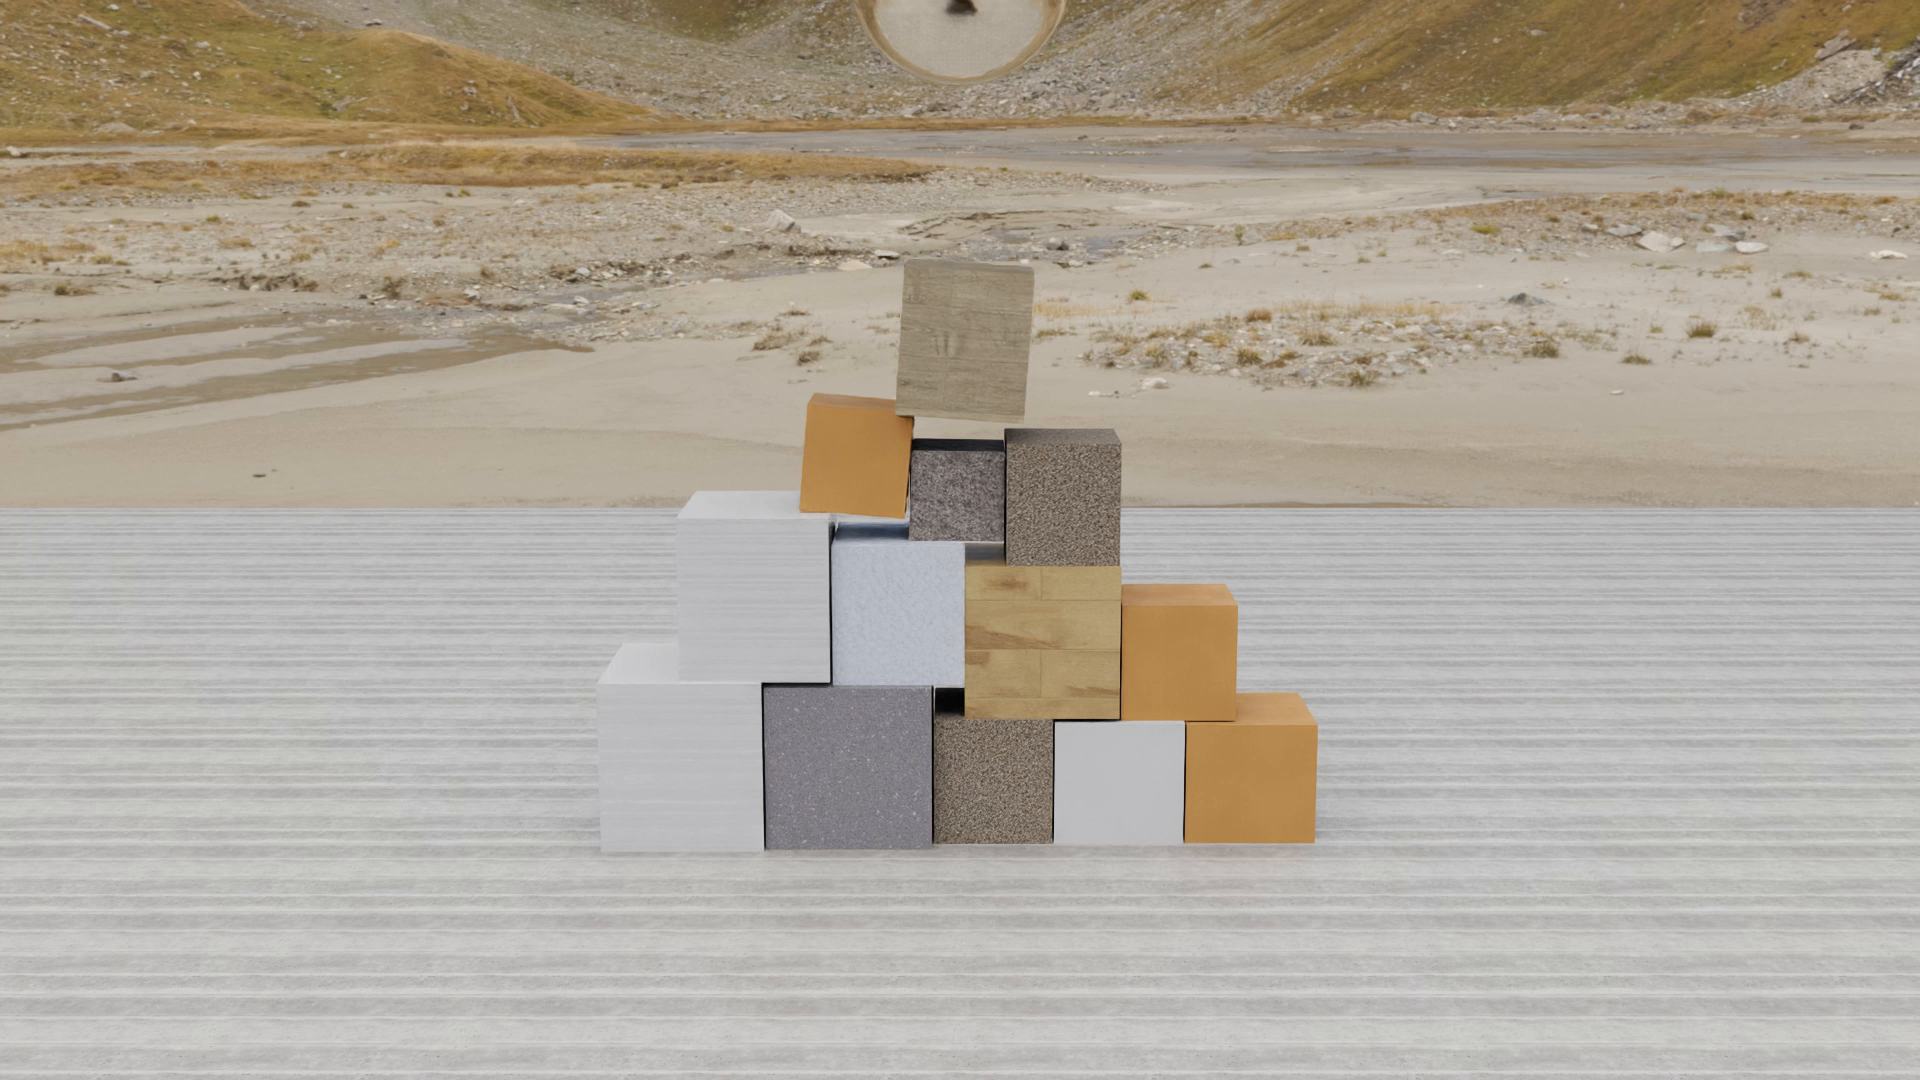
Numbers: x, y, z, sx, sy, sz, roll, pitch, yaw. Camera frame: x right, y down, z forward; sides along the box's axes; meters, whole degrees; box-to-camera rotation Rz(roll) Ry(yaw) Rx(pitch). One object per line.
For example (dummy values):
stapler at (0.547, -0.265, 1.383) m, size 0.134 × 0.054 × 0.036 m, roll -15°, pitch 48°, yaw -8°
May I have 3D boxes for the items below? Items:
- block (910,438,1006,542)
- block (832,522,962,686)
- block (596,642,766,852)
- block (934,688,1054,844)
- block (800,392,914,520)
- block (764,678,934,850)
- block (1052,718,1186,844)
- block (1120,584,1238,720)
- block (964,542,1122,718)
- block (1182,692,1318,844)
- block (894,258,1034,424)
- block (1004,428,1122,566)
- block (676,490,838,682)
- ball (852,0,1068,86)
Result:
block at (-0.012, -0.258, 11.146) m, size 0.475 × 0.452 × 0.458 m, roll 1°, pitch 10°, yaw 0°
block at (-0.309, 0.313, 11.237) m, size 0.647 × 0.703 × 0.708 m, roll 0°, pitch 10°, yaw 0°
block at (-1.388, 1.053, 11.361) m, size 0.813 × 0.863 × 0.900 m, roll 0°, pitch 10°, yaw 0°
block at (0.167, 1.159, 11.386) m, size 0.597 × 0.646 × 0.666 m, roll 0°, pitch 10°, yaw 0°
block at (-0.513, -0.431, 11.107) m, size 0.523 × 0.527 × 0.534 m, roll 5°, pitch 10°, yaw -1°
block at (-0.556, 1.065, 11.389) m, size 0.830 × 0.831 × 0.887 m, roll 0°, pitch 10°, yaw 0°
block at (0.801, 1.169, 11.389) m, size 0.651 × 0.625 × 0.655 m, roll 0°, pitch 10°, yaw 0°
block at (1.098, 0.569, 11.288) m, size 0.578 × 0.591 × 0.550 m, roll 0°, pitch 10°, yaw 0°
block at (0.412, 0.455, 11.277) m, size 0.775 × 0.777 × 0.655 m, roll 0°, pitch 10°, yaw 0°
block at (1.466, 1.172, 11.398) m, size 0.657 × 0.617 × 0.659 m, roll 0°, pitch 10°, yaw 0°
block at (0.024, -1.003, 10.979) m, size 0.629 × 0.723 × 0.691 m, roll 4°, pitch 10°, yaw 0°
block at (0.511, -0.223, 11.126) m, size 0.564 × 0.612 × 0.588 m, roll 0°, pitch 10°, yaw 0°
block at (-1.015, 0.222, 11.222) m, size 0.744 × 0.822 × 0.861 m, roll 0°, pitch 10°, yaw 0°
ball at (0.000, -4.061, 15.681) m, size 1.600 × 1.600 × 1.600 m, roll 0°, pitch 10°, yaw 0°
